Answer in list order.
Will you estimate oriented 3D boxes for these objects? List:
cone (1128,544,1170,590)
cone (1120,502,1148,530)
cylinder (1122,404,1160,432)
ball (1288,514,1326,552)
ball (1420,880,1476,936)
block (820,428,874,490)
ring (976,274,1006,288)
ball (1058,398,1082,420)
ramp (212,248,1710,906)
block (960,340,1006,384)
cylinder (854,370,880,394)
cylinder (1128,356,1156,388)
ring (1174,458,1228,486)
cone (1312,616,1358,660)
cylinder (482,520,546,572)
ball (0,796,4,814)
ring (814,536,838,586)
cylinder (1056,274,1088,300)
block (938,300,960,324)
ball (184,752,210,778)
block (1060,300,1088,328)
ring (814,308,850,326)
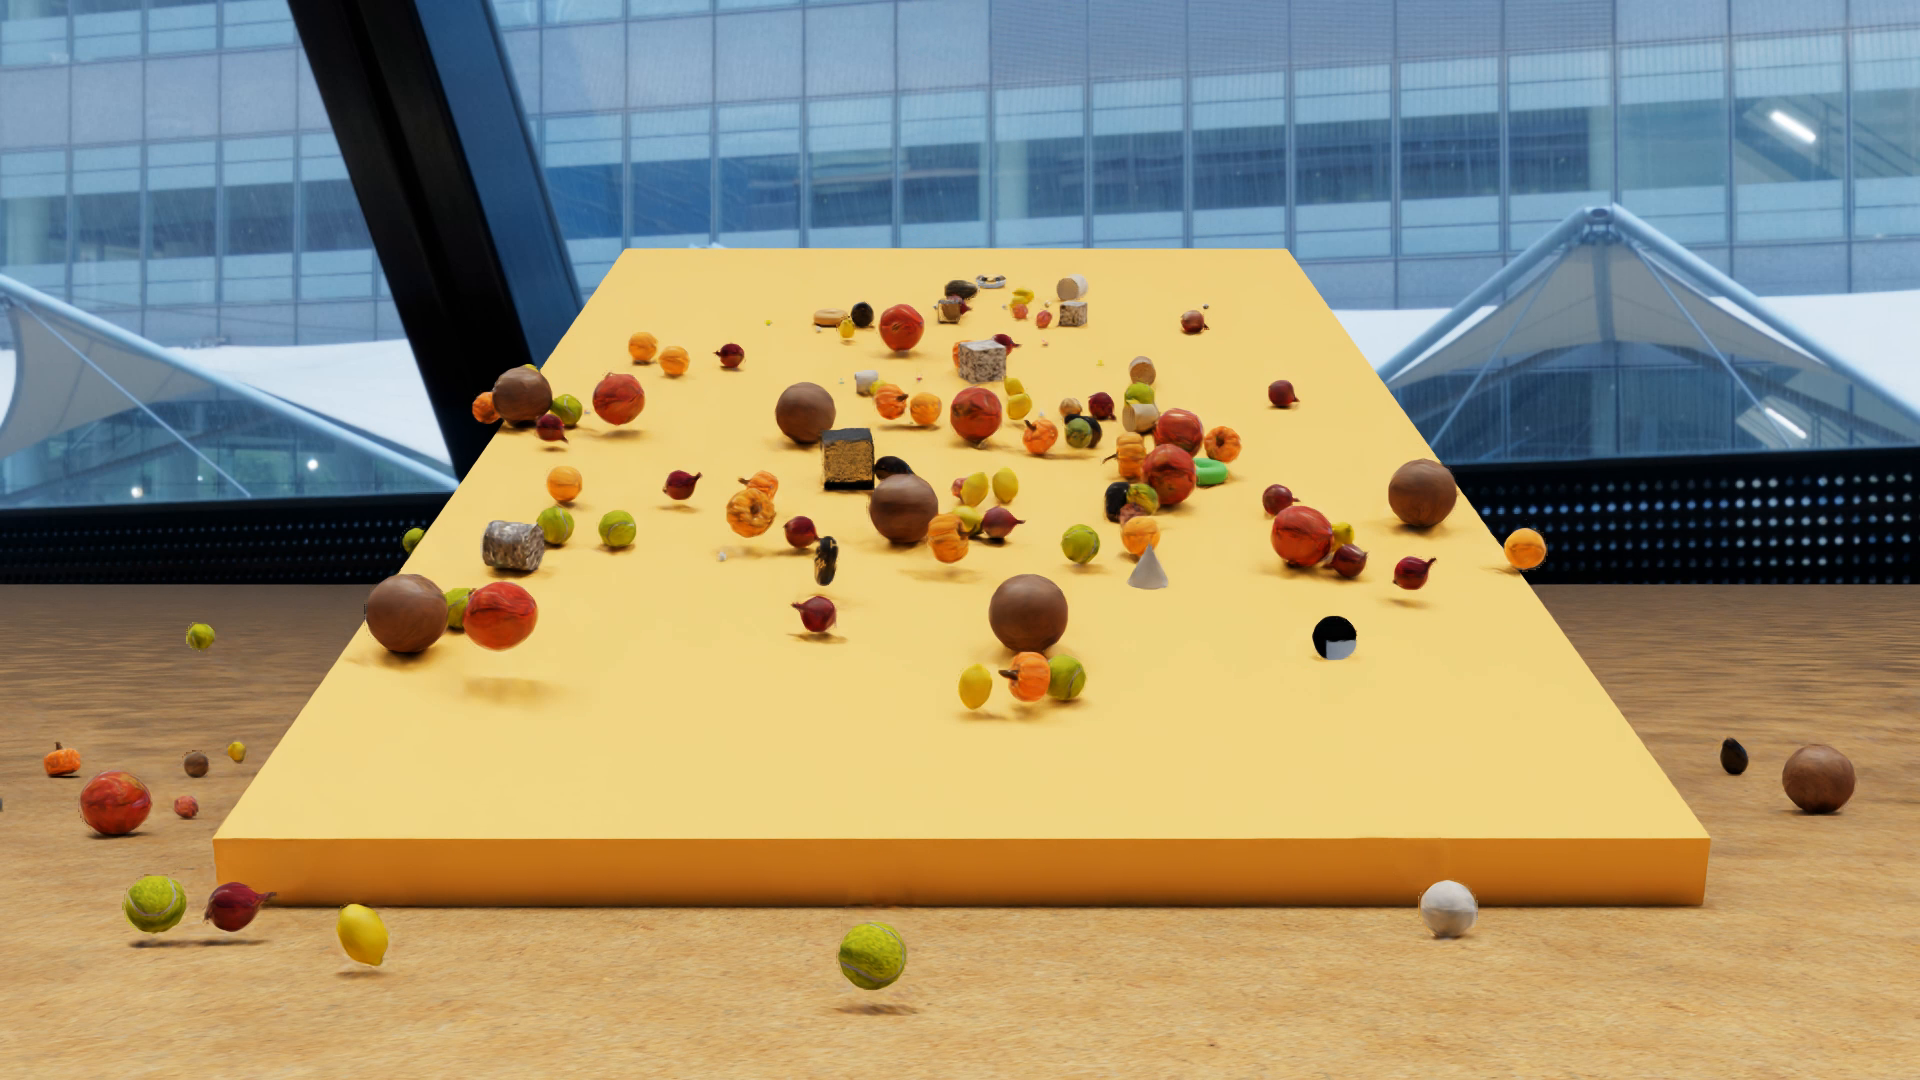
[{"bbox_3d":[0.332,0.040,3.946,0.074,0.074,0.074,0,19,0],"label":"cone"},{"bbox_3d":[0.322,-0.040,4.260,0.054,0.054,0.054,0,-8,-8],"label":"cone"},{"bbox_3d":[0.391,-0.264,4.865,0.060,0.060,0.060,-2,0,-28],"label":"cylinder"},{"bbox_3d":[0.635,-0.012,4.108,0.068,0.068,0.068,0,-1,0],"label":"ball"},{"bbox_3d":[0.602,0.454,2.771,0.068,0.068,0.068,0,-1,0],"label":"ball"},{"bbox_3d":[-0.226,-0.162,4.503,0.099,0.099,0.099,-2,19,-6],"label":"block"},{"bbox_3d":[0.087,-0.725,6.285,0.088,0.029,0.088,1,18,0],"label":"ring"},{"bbox_3d":[0.244,-0.289,4.957,0.051,0.051,0.051,0,-1,0],"label":"ball"},{"bbox_3d":[-0.004,-0.194,4.909,2.000,0.100,4.000,0,19,0],"label":"ramp"},{"bbox_3d":[0.053,-0.420,5.294,0.083,0.083,0.083,-9,21,-26],"label":"block"},{"bbox_3d":[-0.214,-0.365,5.172,0.050,0.050,0.050,-7,0,-5],"label":"cylinder"},{"bbox_3d":[0.427,-0.394,5.254,0.060,0.060,0.060,0,19,1],"label":"cylinder"},{"bbox_3d":[0.486,-0.139,4.535,0.109,0.036,0.109,2,18,0],"label":"ring"},{"bbox_3d":[0.598,0.163,3.647,0.074,0.074,0.074,0,-8,-8],"label":"cone"},{"bbox_3d":[-0.797,0.010,4.011,0.084,0.084,0.084,6,0,12],"label":"cylinder"},{"bbox_3d":[-1.749,0.476,4.020,0.068,0.068,0.068,0,-1,0],"label":"ball"},{"bbox_3d":[-0.231,0.036,3.864,0.029,0.087,0.087,6,-2,-12],"label":"ring"},{"bbox_3d":[0.305,-0.688,6.116,0.066,0.066,0.066,0,17,26],"label":"cylinder"},{"bbox_3d":[-0.029,-0.596,5.863,0.053,0.053,0.053,2,19,5],"label":"block"},{"bbox_3d":[-1.692,0.499,4.977,0.055,0.055,0.055,0,-1,0],"label":"ball"},{"bbox_3d":[0.295,-0.588,5.836,0.055,0.055,0.055,9,21,25],"label":"block"},{"bbox_3d":[-0.335,-0.580,5.847,0.095,0.032,0.095,1,18,0],"label":"ring"}]
